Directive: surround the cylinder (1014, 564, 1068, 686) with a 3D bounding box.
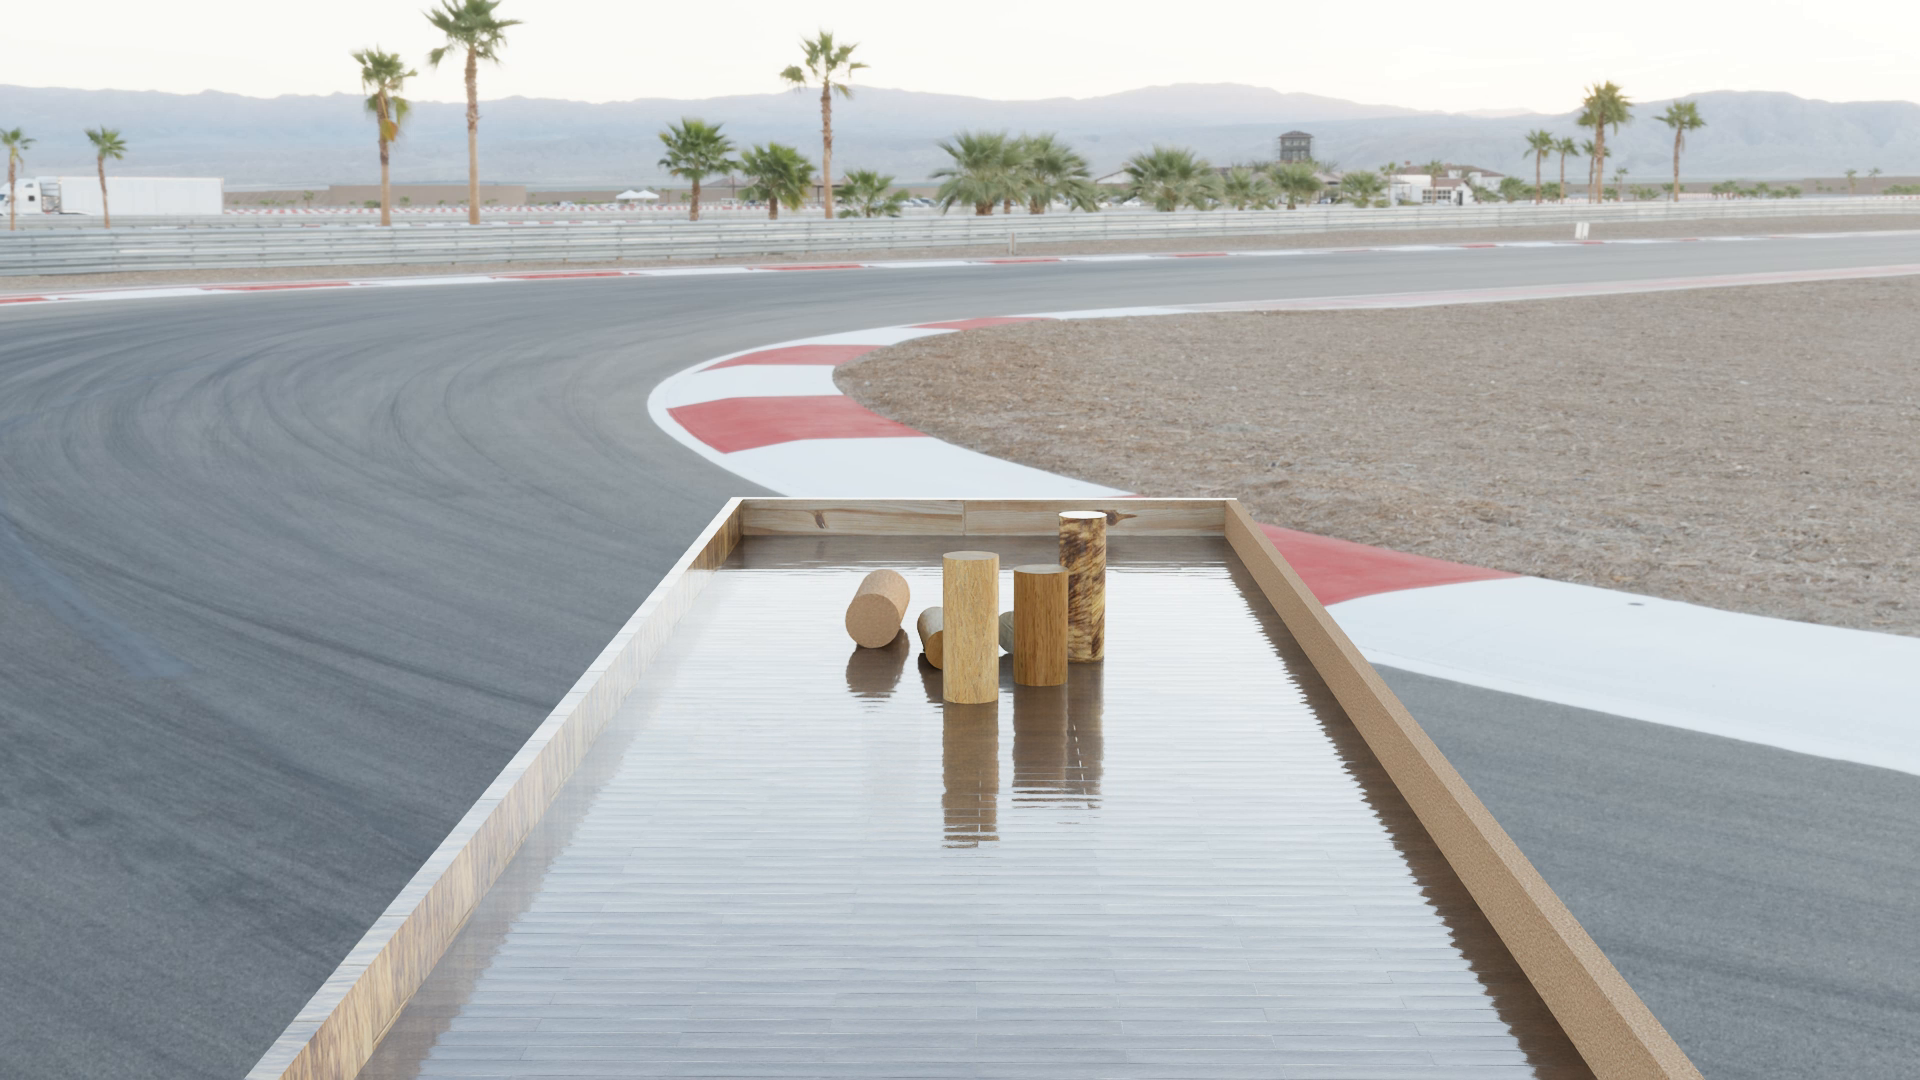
[{"bbox_3d":[0.235,0.246,6.401,0.159,0.330,0.159,0,9,0],"label":"cylinder"}]

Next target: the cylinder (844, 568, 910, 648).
[{"bbox_3d":[-0.262,0.217,7.087,0.173,0.173,0.454,0,9,3],"label":"cylinder"}]

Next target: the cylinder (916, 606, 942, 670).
[{"bbox_3d":[-0.060,0.297,6.744,0.121,0.121,0.379,-1,9,-5],"label":"cylinder"}]

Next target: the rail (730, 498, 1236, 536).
[{"bbox_3d":[0.099,-0.098,9.147,2.100,0.150,0.050,0,9,1],"label":"rail"}]

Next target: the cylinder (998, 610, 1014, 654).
[{"bbox_3d":[0.277,0.264,6.920,0.133,0.133,0.362,8,12,40],"label":"cylinder"}]

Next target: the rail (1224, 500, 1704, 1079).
[{"bbox_3d":[1.046,0.843,3.208,0.050,0.150,12.000,0,9,1],"label":"rail"}]

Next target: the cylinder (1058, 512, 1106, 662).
[{"bbox_3d":[0.372,0.142,6.698,0.143,0.443,0.143,0,9,0],"label":"cylinder"}]

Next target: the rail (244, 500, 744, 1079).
[{"bbox_3d":[-1.004,0.839,3.234,0.050,0.150,12.000,0,9,1],"label":"rail"}]

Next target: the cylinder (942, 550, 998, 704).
[{"bbox_3d":[0.030,0.244,6.178,0.158,0.405,0.158,0,9,0],"label":"cylinder"}]
